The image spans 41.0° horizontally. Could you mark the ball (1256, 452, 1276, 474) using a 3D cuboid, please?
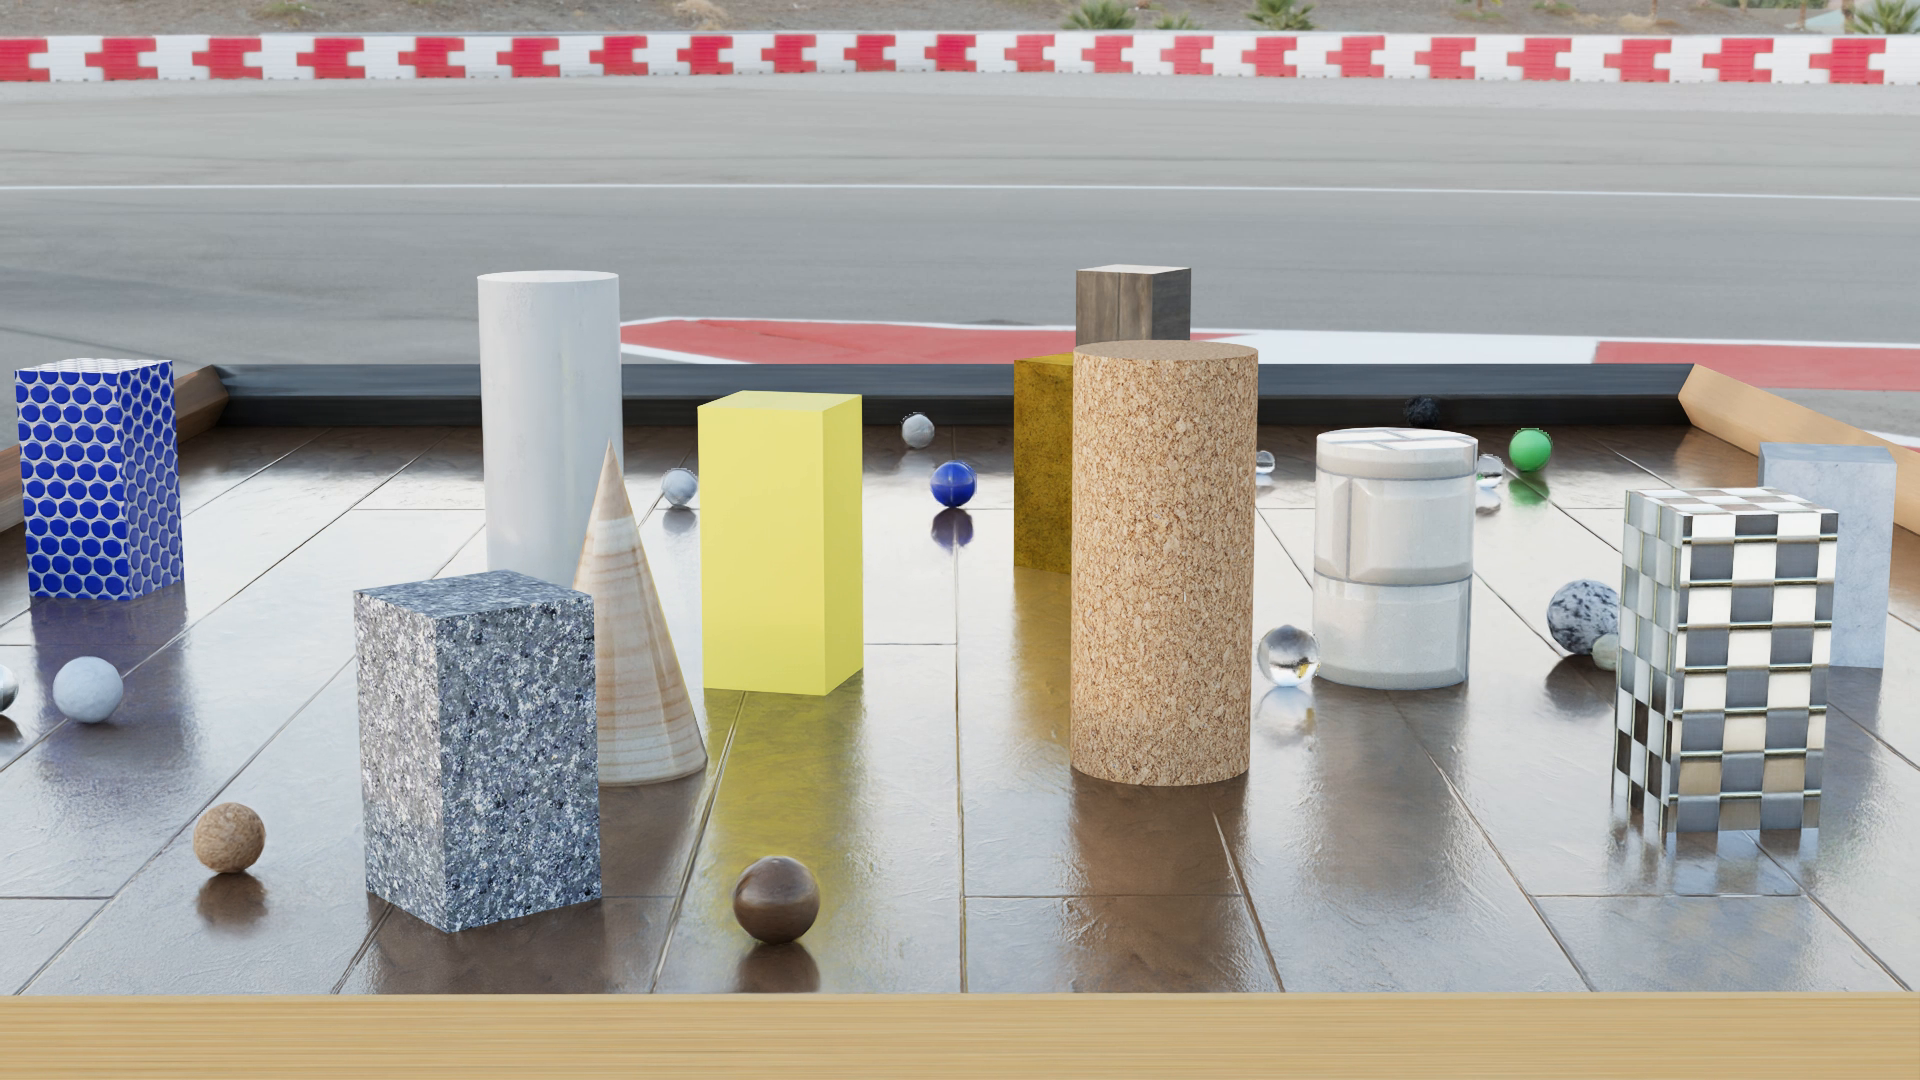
[{"bbox_3d":[0.543,-0.139,4.593,0.041,0.041,0.041,0,11,0],"label":"ball"}]

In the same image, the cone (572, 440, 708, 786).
[{"bbox_3d":[-0.360,0.064,2.672,0.189,0.346,0.189,0,11,0],"label":"cone"}]

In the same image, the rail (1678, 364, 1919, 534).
[{"bbox_3d":[1.480,0.030,3.458,0.045,0.123,3.576,0,11,0],"label":"rail"}]

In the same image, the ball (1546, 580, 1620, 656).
[{"bbox_3d":[0.777,0.096,3.187,0.095,0.095,0.095,0,11,0],"label":"ball"}]

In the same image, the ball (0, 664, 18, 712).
[{"bbox_3d":[-1.096,0.167,2.899,0.060,0.060,0.060,0,11,0],"label":"ball"}]

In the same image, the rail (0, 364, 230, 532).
[{"bbox_3d":[-1.480,0.033,3.441,0.045,0.123,3.576,0,11,0],"label":"rail"}]

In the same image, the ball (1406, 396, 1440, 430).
[{"bbox_3d":[0.925,-0.253,5.130,0.068,0.068,0.068,0,11,0],"label":"ball"}]

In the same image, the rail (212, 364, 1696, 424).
[{"bbox_3d":[-0.010,-0.292,5.184,3.008,0.123,0.045,0,11,0],"label":"rail"}]

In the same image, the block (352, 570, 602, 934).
[{"bbox_3d":[-0.423,0.180,2.252,0.151,0.272,0.151,-8,14,-38],"label":"block"}]

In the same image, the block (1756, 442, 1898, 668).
[{"bbox_3d":[1.070,0.016,3.191,0.151,0.251,0.151,3,11,14],"label":"block"}]

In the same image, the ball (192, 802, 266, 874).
[{"bbox_3d":[-0.664,0.271,2.333,0.064,0.064,0.064,0,11,0],"label":"ball"}]

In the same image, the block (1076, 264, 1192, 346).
[{"bbox_3d":[0.309,-0.303,4.592,0.151,0.364,0.151,6,12,31],"label":"block"}]

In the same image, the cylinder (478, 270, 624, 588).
[{"bbox_3d":[-0.554,-0.138,3.497,0.189,0.442,0.189,0,11,0],"label":"cylinder"}]

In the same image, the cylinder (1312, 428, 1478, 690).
[{"bbox_3d":[0.521,0.019,3.082,0.189,0.284,0.189,0,11,0],"label":"cylinder"}]

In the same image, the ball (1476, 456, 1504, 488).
[{"bbox_3d":[0.910,-0.116,4.433,0.055,0.055,0.055,0,11,0],"label":"ball"}]

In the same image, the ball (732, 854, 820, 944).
[{"bbox_3d":[-0.153,0.300,2.146,0.074,0.074,0.074,0,11,0],"label":"ball"}]

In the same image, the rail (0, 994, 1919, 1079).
[{"bbox_3d":[0.010,0.355,1.715,3.008,0.123,0.045,0,11,0],"label":"rail"}]

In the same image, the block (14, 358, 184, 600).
[{"bbox_3d":[-1.196,-0.087,3.574,0.151,0.313,0.151,2,11,12],"label":"block"}]

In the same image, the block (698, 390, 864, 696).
[{"bbox_3d":[-0.210,0.000,3.048,0.151,0.334,0.151,3,11,15],"label":"block"}]

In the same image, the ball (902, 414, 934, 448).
[{"bbox_3d":[-0.080,-0.207,4.901,0.063,0.063,0.063,0,11,0],"label":"ball"}]

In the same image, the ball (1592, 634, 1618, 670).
[{"bbox_3d":[0.787,0.137,3.108,0.044,0.044,0.044,0,11,0],"label":"ball"}]

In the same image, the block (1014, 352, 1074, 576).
[{"bbox_3d":[0.185,-0.113,3.739,0.151,0.302,0.151,9,14,40],"label":"block"}]

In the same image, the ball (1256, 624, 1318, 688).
[{"bbox_3d":[0.386,0.137,3.025,0.073,0.073,0.073,0,11,0],"label":"ball"}]

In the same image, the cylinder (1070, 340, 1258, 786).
[{"bbox_3d":[0.211,0.019,2.668,0.189,0.436,0.189,0,11,0],"label":"cylinder"}]

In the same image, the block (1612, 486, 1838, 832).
[{"bbox_3d":[0.744,0.114,2.510,0.151,0.308,0.151,-1,11,-6],"label":"block"}]

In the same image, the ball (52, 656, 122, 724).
[{"bbox_3d":[-0.972,0.167,2.861,0.074,0.074,0.074,0,11,0],"label":"ball"}]

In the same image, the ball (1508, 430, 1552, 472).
[{"bbox_3d":[1.026,-0.161,4.617,0.075,0.075,0.075,0,11,0],"label":"ball"}]

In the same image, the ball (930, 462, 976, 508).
[{"bbox_3d":[-0.012,-0.091,4.244,0.075,0.075,0.075,0,11,0],"label":"ball"}]

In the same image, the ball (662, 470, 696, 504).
[{"bbox_3d":[-0.469,-0.088,4.272,0.058,0.058,0.058,0,11,0],"label":"ball"}]
